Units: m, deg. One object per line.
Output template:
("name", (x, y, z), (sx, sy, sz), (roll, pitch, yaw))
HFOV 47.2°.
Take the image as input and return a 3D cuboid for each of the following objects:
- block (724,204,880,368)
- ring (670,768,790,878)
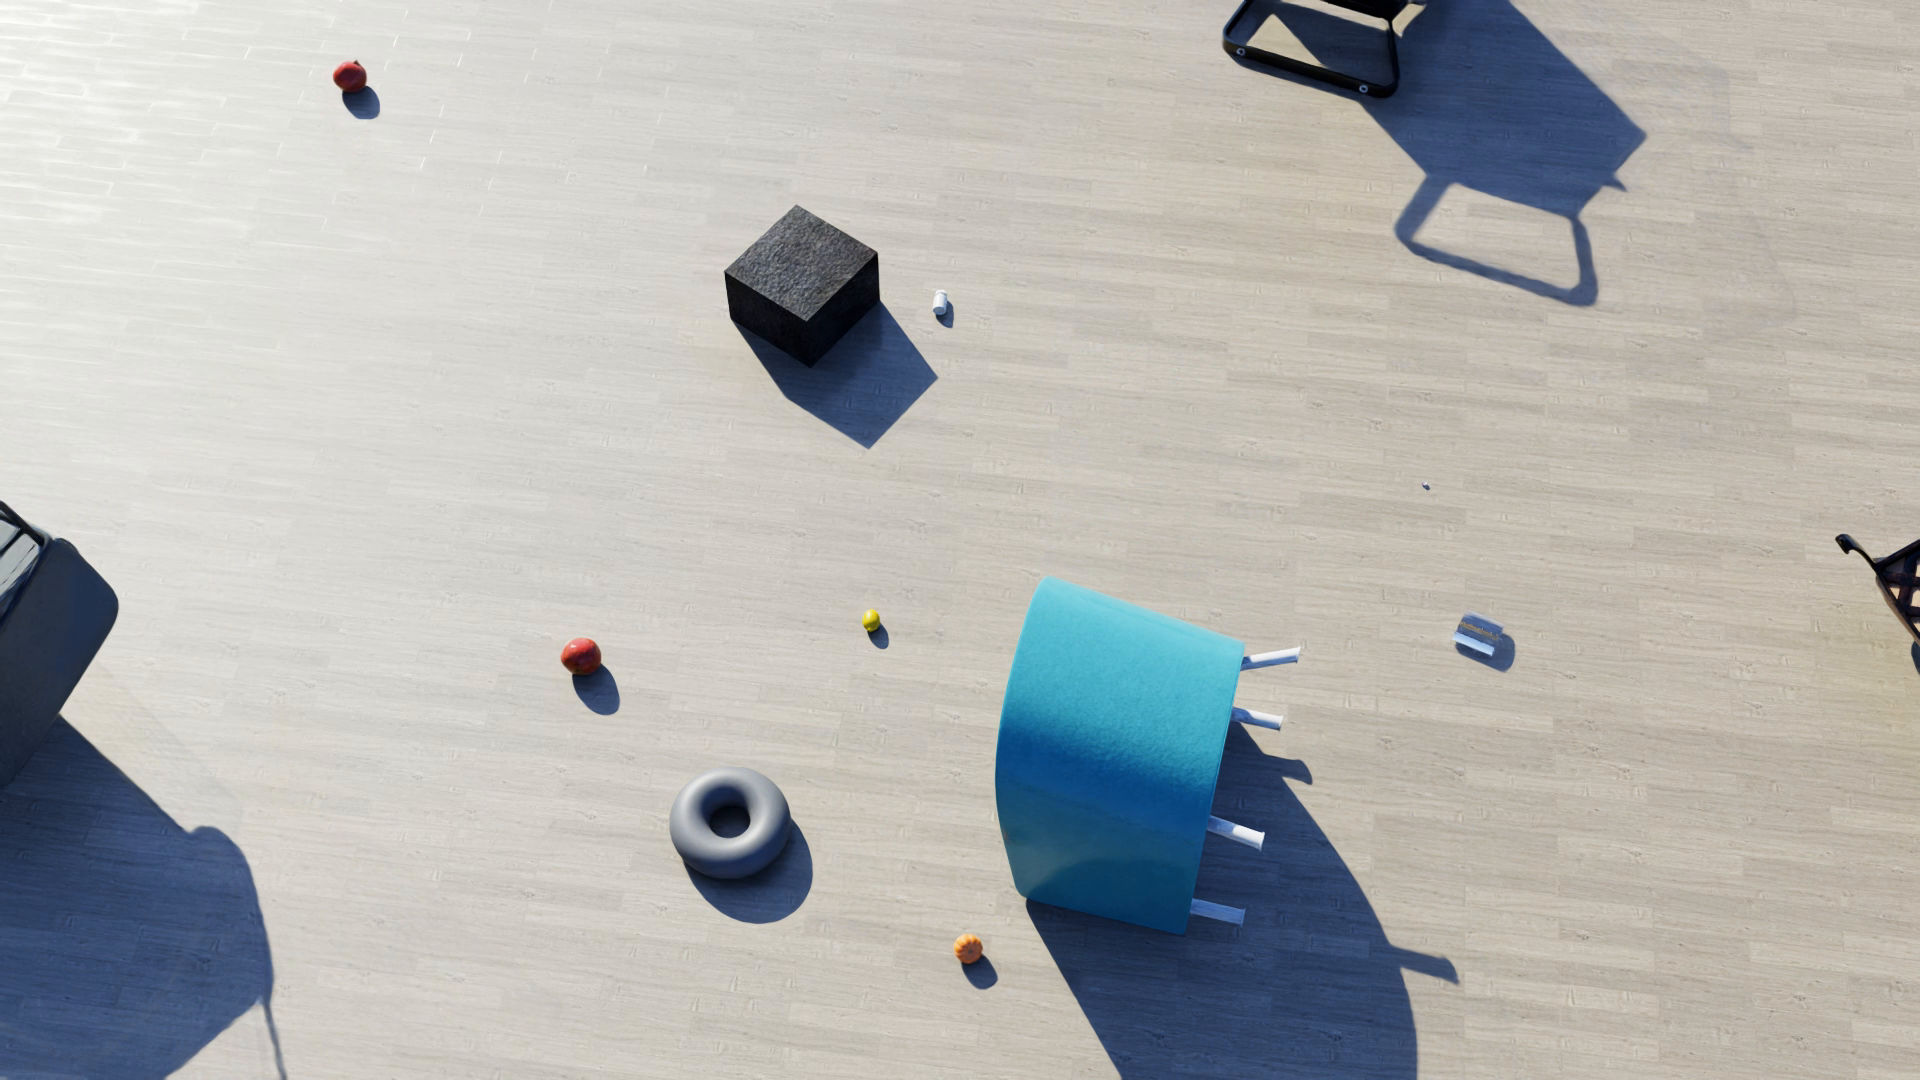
("block", (-0.497, -0.807, 6.976), (0.334, 0.231, 0.353), (32, 62, 20))
("ring", (-0.627, 0.769, 5.993), (0.337, 0.110, 0.326), (31, 62, 20))
